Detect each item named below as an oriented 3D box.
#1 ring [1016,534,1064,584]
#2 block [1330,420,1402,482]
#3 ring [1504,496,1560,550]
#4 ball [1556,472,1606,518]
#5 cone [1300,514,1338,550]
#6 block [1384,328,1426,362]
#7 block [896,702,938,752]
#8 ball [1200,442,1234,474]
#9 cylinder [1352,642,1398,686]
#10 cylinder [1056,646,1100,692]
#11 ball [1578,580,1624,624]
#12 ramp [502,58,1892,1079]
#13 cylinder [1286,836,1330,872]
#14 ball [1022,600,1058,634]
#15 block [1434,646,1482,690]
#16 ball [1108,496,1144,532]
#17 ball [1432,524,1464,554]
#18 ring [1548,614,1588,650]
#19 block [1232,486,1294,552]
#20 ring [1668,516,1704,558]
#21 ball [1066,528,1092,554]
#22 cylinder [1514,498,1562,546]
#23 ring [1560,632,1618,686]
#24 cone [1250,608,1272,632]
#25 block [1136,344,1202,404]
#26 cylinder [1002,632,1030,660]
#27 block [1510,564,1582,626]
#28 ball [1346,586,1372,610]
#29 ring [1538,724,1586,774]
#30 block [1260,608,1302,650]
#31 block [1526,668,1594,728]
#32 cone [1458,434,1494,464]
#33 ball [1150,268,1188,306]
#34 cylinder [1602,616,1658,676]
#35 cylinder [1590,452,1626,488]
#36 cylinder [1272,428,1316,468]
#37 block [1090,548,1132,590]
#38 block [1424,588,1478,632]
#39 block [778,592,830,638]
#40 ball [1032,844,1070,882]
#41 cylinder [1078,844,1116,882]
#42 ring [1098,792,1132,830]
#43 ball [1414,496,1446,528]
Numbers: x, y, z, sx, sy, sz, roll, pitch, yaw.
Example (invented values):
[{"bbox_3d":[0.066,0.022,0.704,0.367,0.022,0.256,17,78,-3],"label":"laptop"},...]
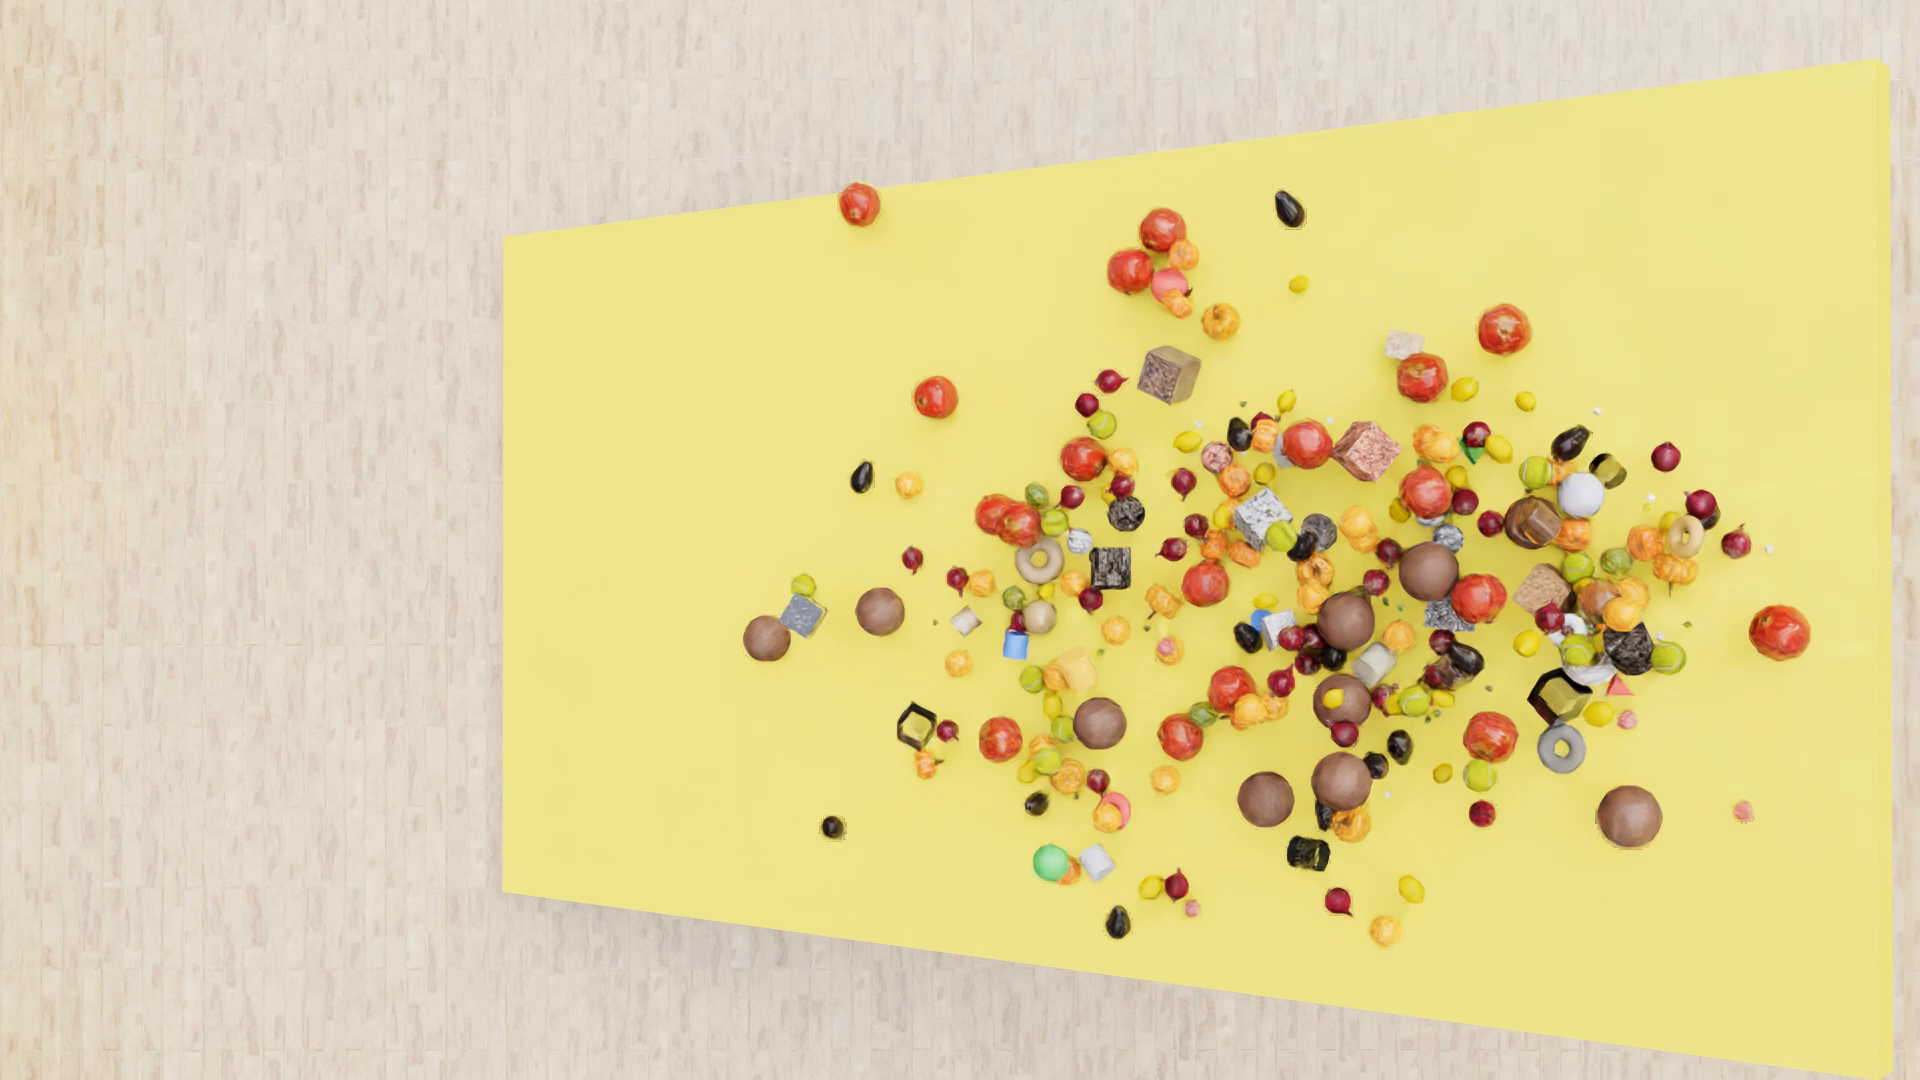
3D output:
[{"bbox_3d":[0.198,0.049,5.468,0.126,0.042,0.126,-2,83,14],"label":"ring"},{"bbox_3d":[0.900,-0.197,4.880,0.096,0.096,0.096,40,84,-12],"label":"block"},{"bbox_3d":[1.205,-0.036,4.633,0.115,0.038,0.115,4,107,14],"label":"ring"},{"bbox_3d":[1.295,-0.094,4.585,0.096,0.096,0.096,0,90,0],"label":"ball"},{"bbox_3d":[0.823,-0.029,4.955,0.088,0.088,0.088,3,75,-10],"label":"cone"},{"bbox_3d":[0.987,-0.432,4.881,0.060,0.060,0.060,17,100,36],"label":"block"},{"bbox_3d":[-0.112,0.479,5.637,0.075,0.075,0.075,27,54,20],"label":"block"},{"bbox_3d":[0.603,-0.193,5.160,0.075,0.075,0.075,0,90,0],"label":"ball"},{"bbox_3d":[0.922,0.276,4.895,0.072,0.072,0.072,-38,90,-30],"label":"cylinder"},{"bbox_3d":[0.285,0.312,5.312,0.078,0.078,0.078,-30,114,0],"label":"cylinder"},{"bbox_3d":[1.315,0.127,4.510,0.092,0.092,0.092,0,90,0],"label":"ball"},{"bbox_3d":[0.231,0.065,5.549,4.000,0.100,2.000,0,89,37],"label":"ramp"},{"bbox_3d":[0.794,0.715,5.011,0.072,0.072,0.072,5,89,37],"label":"cylinder"},{"bbox_3d":[0.197,0.190,5.449,0.088,0.088,0.088,0,90,0],"label":"ball"},{"bbox_3d":[1.082,0.279,4.779,0.064,0.064,0.064,-17,69,-14],"label":"block"},{"bbox_3d":[0.401,-0.063,5.303,0.089,0.089,0.089,0,90,0],"label":"ball"},{"bbox_3d":[1.065,-0.002,4.798,0.068,0.068,0.068,0,90,0],"label":"ball"},{"bbox_3d":[1.275,0.191,4.616,0.081,0.027,0.081,-8,66,17],"label":"ring"},{"bbox_3d":[0.693,-0.047,5.039,0.093,0.093,0.093,-35,74,-9],"label":"block"},{"bbox_3d":[1.456,-0.006,4.412,0.030,0.089,0.089,8,90,-24],"label":"ring"},{"bbox_3d":[0.290,0.004,5.345,0.065,0.065,0.065,0,90,0],"label":"ball"},{"bbox_3d":[1.178,-0.037,4.479,0.067,0.067,0.067,39,90,-10],"label":"cylinder"},{"bbox_3d":[1.321,0.249,4.609,0.121,0.040,0.121,-7,60,12],"label":"ring"},{"bbox_3d":[0.694,0.194,5.112,0.057,0.057,0.057,3,72,-9],"label":"cone"},{"bbox_3d":[0.495,-0.392,5.205,0.098,0.098,0.098,29,118,27],"label":"block"},{"bbox_3d":[0.140,0.265,5.515,0.060,0.060,0.060,8,96,0],"label":"cylinder"},{"bbox_3d":[1.245,0.116,4.658,0.092,0.092,0.092,42,112,27],"label":"block"},{"bbox_3d":[0.897,0.131,4.947,0.056,0.056,0.056,0,90,0],"label":"ball"},{"bbox_3d":[1.278,0.443,4.671,0.106,0.035,0.106,0,90,37],"label":"ring"},{"bbox_3d":[0.735,0.206,5.043,0.069,0.069,0.069,-18,77,-5],"label":"block"},{"bbox_3d":[1.263,0.328,4.630,0.082,0.082,0.082,-15,52,-30],"label":"block"},{"bbox_3d":[1.132,-0.211,4.788,0.070,0.070,0.070,-32,90,8],"label":"cone"},{"bbox_3d":[0.498,-0.604,5.233,0.090,0.090,0.090,0,90,0],"label":"ball"},{"bbox_3d":[1.377,0.219,4.522,0.092,0.092,0.092,-14,58,23],"label":"cylinder"},{"bbox_3d":[1.354,-0.145,4.596,0.055,0.055,0.055,-32,46,0],"label":"cylinder"},{"bbox_3d":[0.760,-0.209,5.013,0.078,0.078,0.078,-14,90,24],"label":"cylinder"},{"bbox_3d":[0.360,0.068,5.259,0.089,0.089,0.089,1,82,-4],"label":"block"},{"bbox_3d":[1.072,0.152,4.799,0.082,0.082,0.082,9,95,37],"label":"block"},{"bbox_3d":[-0.402,0.195,5.667,0.086,0.086,0.086,33,91,7],"label":"block"},{"bbox_3d":[0.218,0.776,5.286,0.089,0.089,0.089,0,90,0],"label":"ball"},{"bbox_3d":[0.334,0.786,5.361,0.066,0.066,0.066,-37,65,0],"label":"cylinder"},{"bbox_3d":[0.377,0.660,5.353,0.093,0.031,0.093,0,90,38],"label":"ring"},{"bbox_3d":[1.028,-0.061,4.813,0.068,0.068,0.068,0,90,0],"label":"ball"}]
